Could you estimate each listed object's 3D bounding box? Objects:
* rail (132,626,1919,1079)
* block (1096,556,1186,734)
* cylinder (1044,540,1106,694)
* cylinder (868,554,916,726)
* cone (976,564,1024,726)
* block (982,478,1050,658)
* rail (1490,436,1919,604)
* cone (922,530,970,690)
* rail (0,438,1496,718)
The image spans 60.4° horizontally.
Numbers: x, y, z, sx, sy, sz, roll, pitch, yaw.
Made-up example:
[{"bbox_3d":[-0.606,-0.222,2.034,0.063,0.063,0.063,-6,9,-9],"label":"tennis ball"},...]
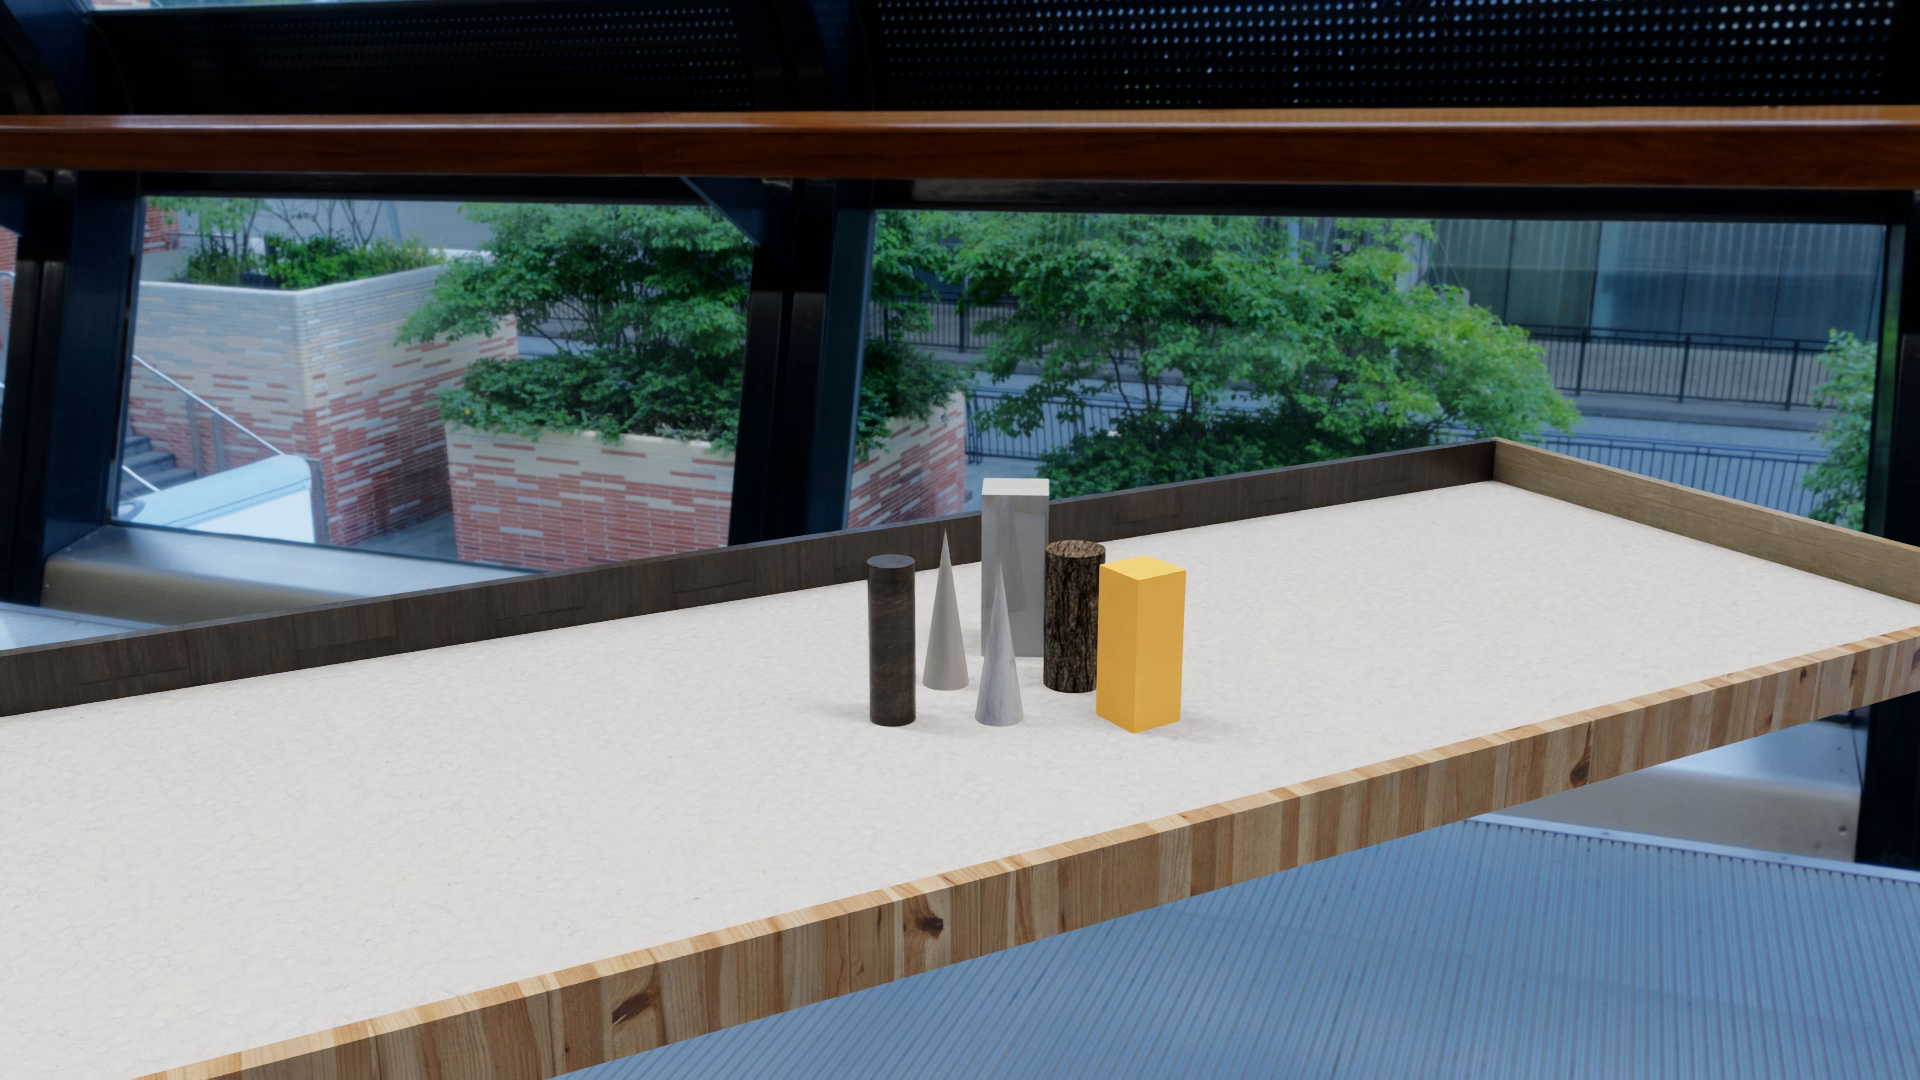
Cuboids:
[{"bbox_3d":[-2.336,1.006,1.665,12.000,0.150,0.050,-9,18,-27],"label":"rail"},{"bbox_3d":[0.422,0.243,3.866,0.141,0.374,0.141,-11,19,-32],"label":"block"},{"bbox_3d":[0.283,0.189,4.089,0.148,0.350,0.148,0,16,0],"label":"cylinder"},{"bbox_3d":[-0.159,0.236,3.863,0.111,0.389,0.111,0,16,0],"label":"cylinder"},{"bbox_3d":[0.093,0.233,3.866,0.116,0.392,0.116,0,16,0],"label":"cone"},{"bbox_3d":[0.145,0.072,4.335,0.171,0.437,0.171,1,16,3],"label":"block"},{"bbox_3d":[2.466,-0.048,5.253,0.050,0.150,2.100,-9,18,-27],"label":"rail"},{"bbox_3d":[-0.036,0.163,4.083,0.118,0.405,0.118,0,16,0],"label":"cone"},{"bbox_3d":[-3.305,0.497,3.399,12.000,0.150,0.050,-9,18,-27],"label":"rail"}]
